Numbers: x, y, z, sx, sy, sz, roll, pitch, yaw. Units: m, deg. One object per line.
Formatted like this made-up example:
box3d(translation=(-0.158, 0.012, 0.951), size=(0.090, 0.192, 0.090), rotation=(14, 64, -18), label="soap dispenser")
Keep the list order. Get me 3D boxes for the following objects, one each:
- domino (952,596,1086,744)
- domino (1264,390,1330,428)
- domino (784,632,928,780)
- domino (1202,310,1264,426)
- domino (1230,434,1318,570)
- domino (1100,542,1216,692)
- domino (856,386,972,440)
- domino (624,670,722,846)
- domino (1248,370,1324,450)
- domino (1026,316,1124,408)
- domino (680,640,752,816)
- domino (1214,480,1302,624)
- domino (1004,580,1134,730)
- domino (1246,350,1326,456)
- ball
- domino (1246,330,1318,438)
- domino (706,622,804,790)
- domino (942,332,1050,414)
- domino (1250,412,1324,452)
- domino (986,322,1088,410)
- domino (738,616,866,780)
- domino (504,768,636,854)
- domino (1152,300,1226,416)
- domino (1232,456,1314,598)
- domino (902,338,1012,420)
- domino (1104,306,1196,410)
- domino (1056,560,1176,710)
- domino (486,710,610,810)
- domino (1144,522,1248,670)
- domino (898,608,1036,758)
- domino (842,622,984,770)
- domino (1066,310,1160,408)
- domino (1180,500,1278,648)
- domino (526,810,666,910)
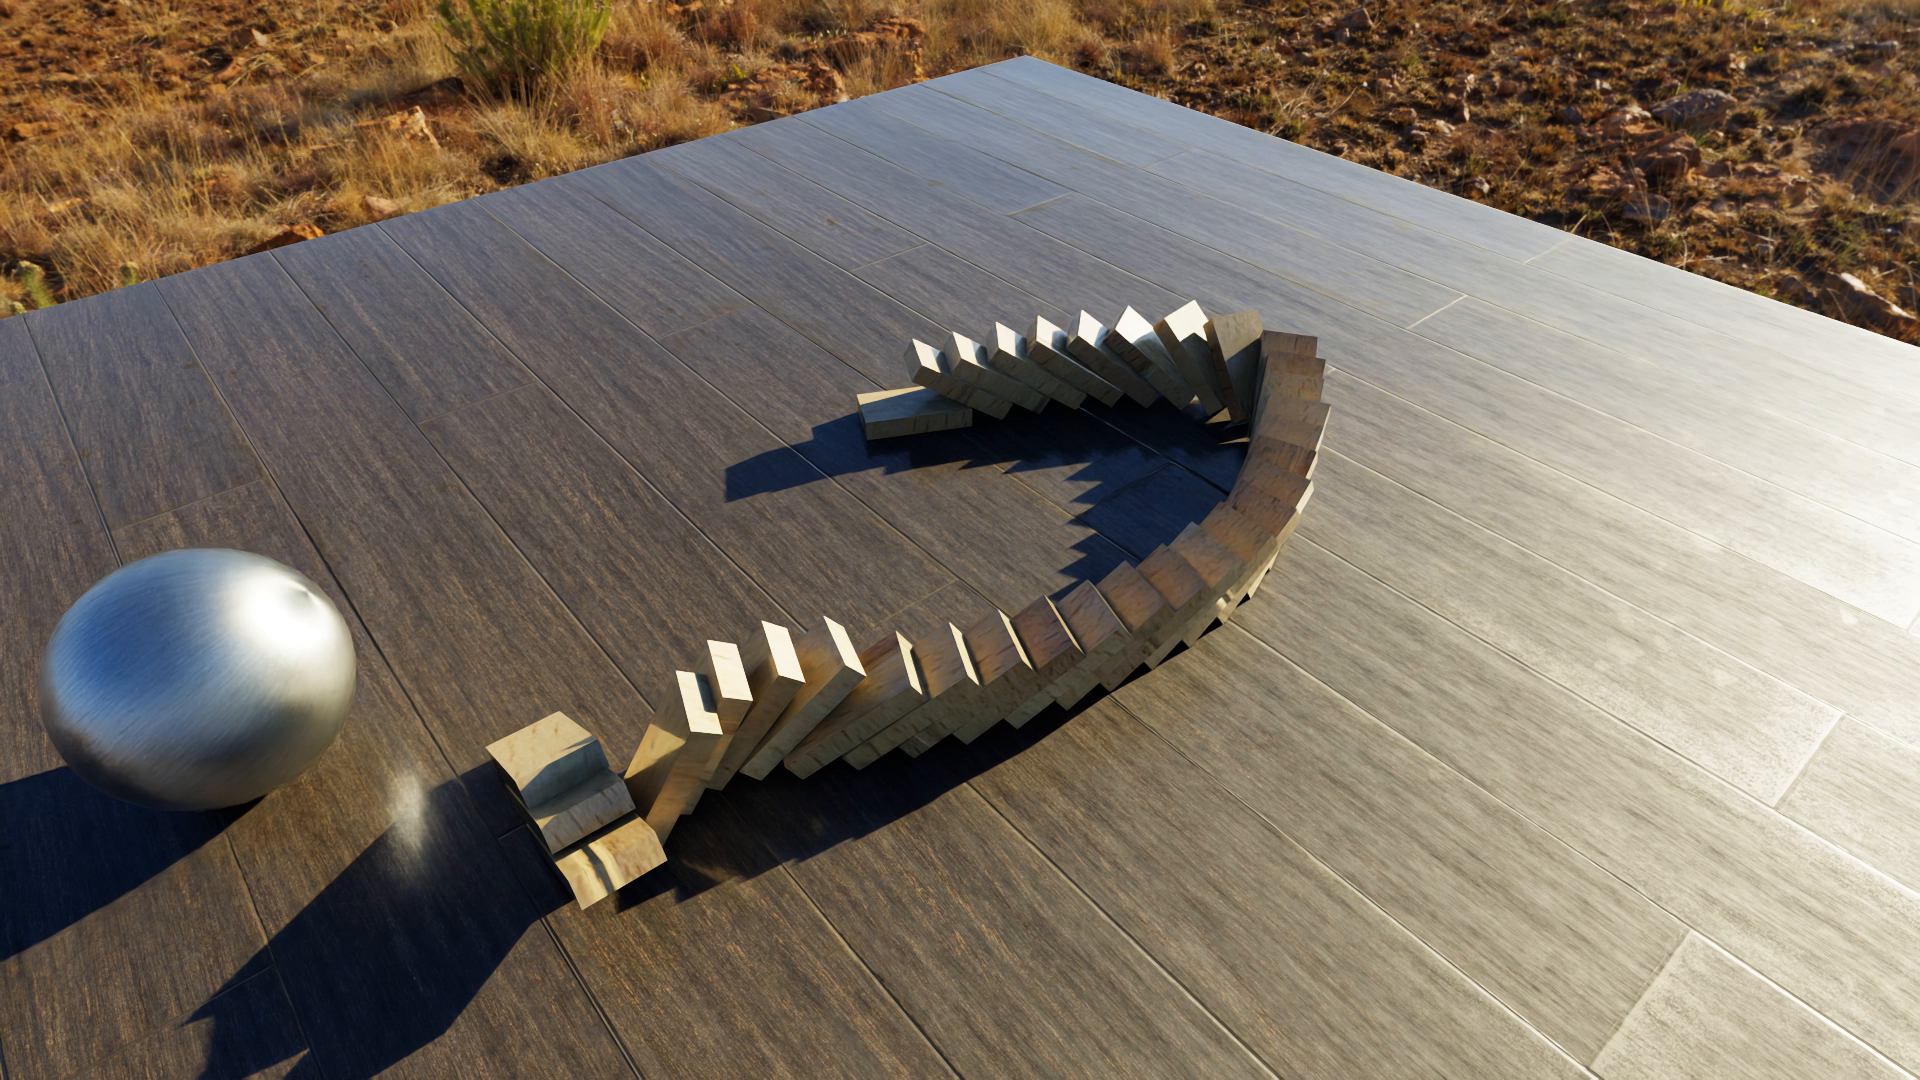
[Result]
box3d(translation=(0.015, 0.043, 0.370), size=(0.050, 0.010, 0.025), rotation=(-37, 43, 8), label="domino")
box3d(translation=(0.137, -0.036, 0.466), size=(0.025, 0.010, 0.050), rotation=(18, 79, 20), label="domino")
box3d(translation=(-0.036, 0.054, 0.358), size=(0.050, 0.010, 0.025), rotation=(-34, 40, 11), label="domino")
box3d(translation=(0.134, -0.081, 0.518), size=(0.025, 0.009, 0.050), rotation=(-13, 84, -17), label="domino")
box3d(translation=(0.122, -0.016, 0.441), size=(0.025, 0.009, 0.050), rotation=(22, 79, 24), label="domino")
box3d(translation=(0.063, 0.027, 0.389), size=(0.050, 0.010, 0.025), rotation=(-43, 47, 3), label="domino")
box3d(translation=(-0.022, -0.061, 0.518), size=(0.050, 0.010, 0.025), rotation=(-9, 40, -11), label="domino")
box3d(translation=(-0.088, 0.067, 0.331), size=(0.009, 0.050, 0.025), rotation=(13, 30, -34), label="domino")
box3d(translation=(0.141, -0.048, 0.479), size=(0.025, 0.009, 0.050), rotation=(12, 77, 14), label="domino")
box3d(translation=(0.055, -0.086, 0.528), size=(0.050, 0.010, 0.025), rotation=(28, 36, -16), label="domino")
box3d(translation=(-0.081, 0.059, 0.341), size=(0.009, 0.050, 0.025), rotation=(13, 30, -33), label="domino")
box3d(translation=(0.103, 0.004, 0.417), size=(0.025, 0.010, 0.050), rotation=(35, 85, 34), label="domino")
box3d(translation=(0.032, 0.039, 0.375), size=(0.050, 0.010, 0.025), rotation=(-39, 44, 7), label="domino")
box3d(translation=(0.146, -0.059, 0.492), size=(0.025, 0.010, 0.050), rotation=(13, 77, 11), label="domino")
box3d(translation=(-0.230, 0.042, 0.336), size=(0.080, 0.080, 0.080), rotation=(0, 39, 0), label="ball")
box3d(translation=(0.148, -0.070, 0.506), size=(0.025, 0.009, 0.050), rotation=(9, 77, 5), label="domino")
box3d(translation=(-0.070, 0.053, 0.351), size=(0.009, 0.050, 0.025), rotation=(23, 25, -37), label="domino")
box3d(translation=(0.017, -0.079, 0.520), size=(0.050, 0.010, 0.025), rotation=(20, 32, -26), label="domino")
box3d(translation=(0.129, -0.026, 0.454), size=(0.025, 0.009, 0.050), rotation=(19, 78, 22), label="domino")
box3d(translation=(0.036, -0.083, 0.525), size=(0.050, 0.009, 0.025), rotation=(25, 34, -21), label="domino")
box3d(translation=(-0.054, 0.051, 0.356), size=(0.050, 0.010, 0.025), rotation=(-45, 41, 10), label="domino")
box3d(translation=(-0.118, 0.077, 0.331), size=(0.025, 0.009, 0.050), rotation=(-27, 16, -29), label="domino")
box3d(translation=(0.116, -0.087, 0.526), size=(0.025, 0.010, 0.050), rotation=(-34, 92, -35), label="domino")
box3d(translation=(0.114, -0.005, 0.429), size=(0.025, 0.010, 0.050), rotation=(28, 82, 29), label="domino")
box3d(translation=(-0.001, -0.075, 0.515), size=(0.050, 0.009, 0.025), rotation=(20, 30, -27), label="domino")
box3d(translation=(0.094, -0.088, 0.529), size=(0.050, 0.009, 0.025), rotation=(40, 43, -8), label="domino")
box3d(translation=(0.047, 0.033, 0.383), size=(0.050, 0.009, 0.025), rotation=(-42, 46, 4), label="domino")
box3d(translation=(-0.129, 0.067, 0.342), size=(0.025, 0.009, 0.050), rotation=(-27, 16, -29), label="domino")
box3d(translation=(0.077, 0.020, 0.398), size=(0.050, 0.009, 0.025), rotation=(-47, 50, 0), label="domino")
box3d(translation=(-0.001, 0.048, 0.365), size=(0.050, 0.009, 0.025), rotation=(-36, 41, 9), label="domino")
box3d(translation=(-0.018, 0.051, 0.361), size=(0.050, 0.010, 0.025), rotation=(-34, 40, 11), label="domino")
box3d(translation=(0.074, -0.087, 0.528), size=(0.050, 0.009, 0.025), rotation=(33, 37, -16), label="domino")
box3d(translation=(0.091, 0.012, 0.407), size=(0.050, 0.009, 0.025), rotation=(-49, 53, -2), label="domino")
box3d(translation=(-0.106, 0.088, 0.319), size=(0.025, 0.010, 0.050), rotation=(-27, 19, -29), label="domino")
